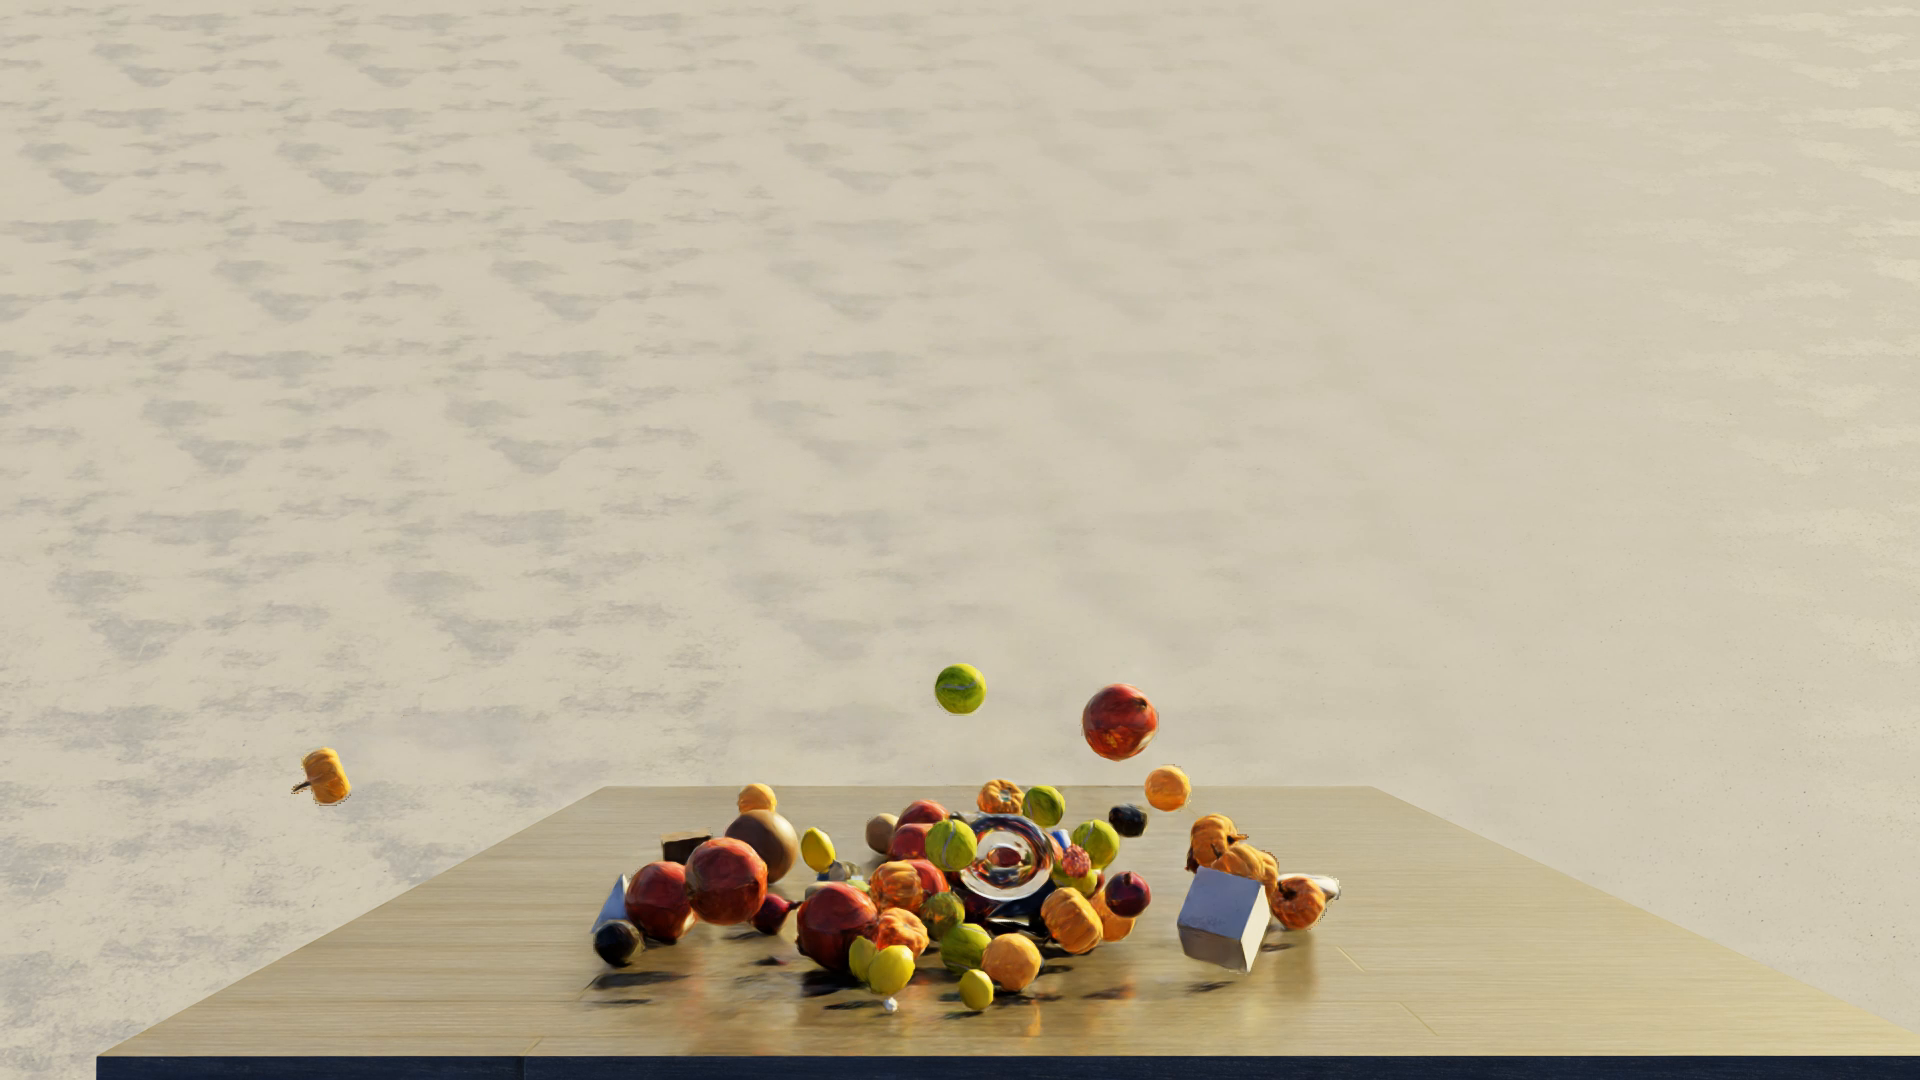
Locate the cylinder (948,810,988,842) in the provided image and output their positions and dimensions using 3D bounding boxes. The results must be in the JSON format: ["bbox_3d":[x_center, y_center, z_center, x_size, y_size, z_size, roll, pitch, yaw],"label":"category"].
[{"bbox_3d":[0.016,0.524,4.739,0.057,0.057,0.057,1,26,-40],"label":"cylinder"}]

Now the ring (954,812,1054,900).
[{"bbox_3d":[0.059,0.427,3.491,0.137,0.137,0.046,2,30,3],"label":"ring"}]

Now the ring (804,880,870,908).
[{"bbox_3d":[-0.196,0.566,4.151,0.105,0.035,0.105,-1,-2,0],"label":"ring"}]

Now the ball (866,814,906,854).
[{"bbox_3d":[-0.143,0.563,4.977,0.077,0.077,0.077,0,34,0],"label":"ball"}]

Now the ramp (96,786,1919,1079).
[{"bbox_3d":[0.074,0.647,4.777,2.000,0.100,4.000,0,-1,0],"label":"ramp"}]

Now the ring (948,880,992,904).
[{"bbox_3d":[0.021,0.561,4.145,0.078,0.078,0.026,-1,67,-2],"label":"ring"}]

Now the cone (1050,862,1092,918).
[{"bbox_3d":[0.162,0.557,3.985,0.100,0.100,0.100,27,40,14],"label":"cone"}]

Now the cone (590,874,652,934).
[{"bbox_3d":[-0.490,0.525,3.753,0.090,0.090,0.090,0,-8,0],"label":"cone"}]

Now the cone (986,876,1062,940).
[{"bbox_3d":[0.075,0.511,3.560,0.096,0.096,0.096,-7,33,-30],"label":"cone"}]

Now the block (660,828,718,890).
[{"bbox_3d":[-0.460,0.540,4.400,0.081,0.081,0.081,-8,5,-10],"label":"block"}]

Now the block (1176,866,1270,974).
[{"bbox_3d":[0.338,0.487,3.328,0.087,0.087,0.087,12,56,23],"label":"block"}]

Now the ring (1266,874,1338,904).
[{"bbox_3d":[0.555,0.566,4.211,0.116,0.039,0.116,1,-2,0],"label":"ring"}]

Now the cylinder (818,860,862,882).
[{"bbox_3d":[-0.197,0.555,4.267,0.054,0.054,0.054,24,3,31],"label":"cylinder"}]

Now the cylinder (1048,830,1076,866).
[{"bbox_3d":[0.179,0.561,4.715,0.052,0.052,0.052,-16,71,-23],"label":"cylinder"}]
